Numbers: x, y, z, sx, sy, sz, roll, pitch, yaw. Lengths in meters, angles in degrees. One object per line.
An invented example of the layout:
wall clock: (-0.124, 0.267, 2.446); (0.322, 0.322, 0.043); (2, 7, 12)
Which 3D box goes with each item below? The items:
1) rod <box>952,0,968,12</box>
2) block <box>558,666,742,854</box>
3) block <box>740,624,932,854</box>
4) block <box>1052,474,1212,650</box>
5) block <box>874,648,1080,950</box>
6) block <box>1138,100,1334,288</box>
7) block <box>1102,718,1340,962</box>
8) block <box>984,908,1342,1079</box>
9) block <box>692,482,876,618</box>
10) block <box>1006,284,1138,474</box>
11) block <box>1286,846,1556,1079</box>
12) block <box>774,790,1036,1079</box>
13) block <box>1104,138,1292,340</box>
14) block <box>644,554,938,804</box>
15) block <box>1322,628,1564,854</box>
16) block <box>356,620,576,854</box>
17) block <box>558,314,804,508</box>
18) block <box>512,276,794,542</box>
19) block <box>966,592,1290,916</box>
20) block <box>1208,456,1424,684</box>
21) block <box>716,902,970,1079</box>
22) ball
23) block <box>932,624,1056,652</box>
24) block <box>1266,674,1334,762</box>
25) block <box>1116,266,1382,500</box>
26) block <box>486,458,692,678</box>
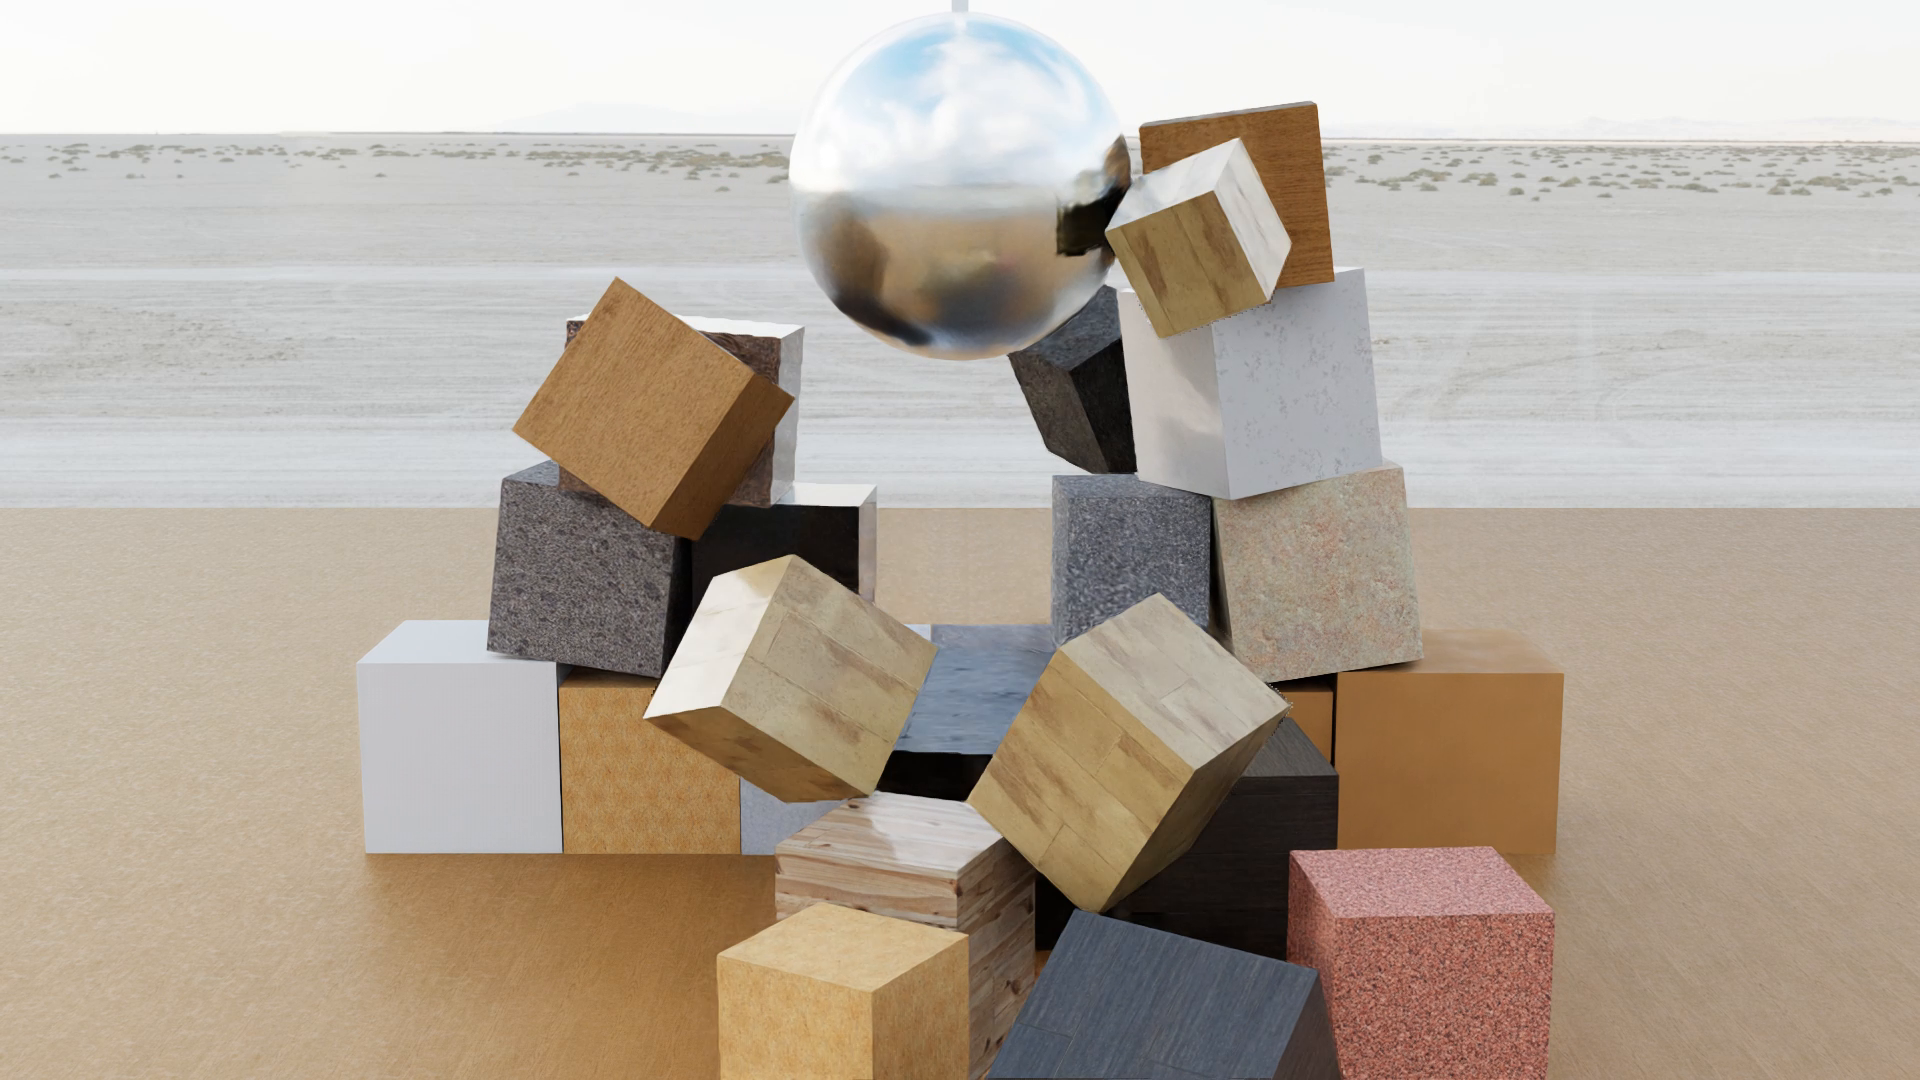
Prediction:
rod: (0.000, -5.023, 9.970); (0.080, 5.200, 0.080); (0, 4, 0)
block: (-1.534, 1.057, 11.377); (0.880, 0.849, 0.996); (0, 10, 0)
block: (-0.621, 1.011, 11.362); (0.924, 0.946, 1.024); (0, 10, 1)
block: (0.853, 0.148, 11.170); (0.702, 0.860, 0.742); (-1, 10, -4)
block: (0.117, 1.158, 10.064); (1.034, 0.940, 1.127); (1, 20, 8)
block: (1.321, -1.630, 10.519); (0.818, 0.811, 0.801); (-6, 12, 8)
block: (1.098, 1.349, 9.514); (0.854, 0.942, 0.921); (-1, 10, -4)
block: (0.671, 1.758, 6.984); (0.840, 0.733, 0.691); (10, 47, 28)
block: (-0.875, 0.165, 11.097); (0.822, 0.810, 0.736); (2, 10, 4)
block: (0.796, -0.873, 12.138); (0.653, 0.760, 0.722); (-34, 31, -16)
block: (1.697, 1.655, 8.234); (0.794, 0.797, 0.748); (-1, 10, -4)
block: (-0.198, 1.549, 8.567); (0.746, 0.888, 0.792); (4, 11, 23)
block: (1.054, -1.326, 9.659); (0.529, 0.551, 0.581); (-18, 24, 29)
block: (-0.698, 0.588, 9.025); (0.746, 0.688, 0.751); (34, -24, -22)
block: (2.411, 1.020, 11.371); (1.113, 0.925, 0.998); (0, 10, 0)
block: (-2.475, 0.996, 11.365); (0.980, 0.974, 0.981); (0, 10, 0)
block: (-1.361, -0.668, 10.889); (1.024, 0.816, 0.881); (5, 9, 2)
block: (-1.340, -0.562, 9.767); (0.744, 0.798, 0.825); (35, 1, 9)
block: (0.633, 0.814, 8.373); (0.671, 0.842, 0.709); (42, 36, 19)
block: (1.730, 0.105, 11.199); (0.928, 0.964, 0.948); (-9, 10, -2)
block: (-0.408, 1.773, 7.855); (0.656, 0.693, 0.615); (6, 13, 32)
ball: (0.000, -1.631, 10.198); (1.600, 1.600, 1.600); (0, 10, 0)
block: (0.405, 1.018, 11.379); (1.113, 0.926, 1.155); (0, 10, 0)
block: (1.407, 1.076, 11.357); (0.868, 0.819, 0.880); (0, 10, 0)
block: (1.430, -0.809, 10.925); (0.871, 0.976, 0.904); (-13, 12, -22)
block: (-1.793, 0.119, 11.157); (0.885, 0.868, 0.862); (8, 10, 6)
